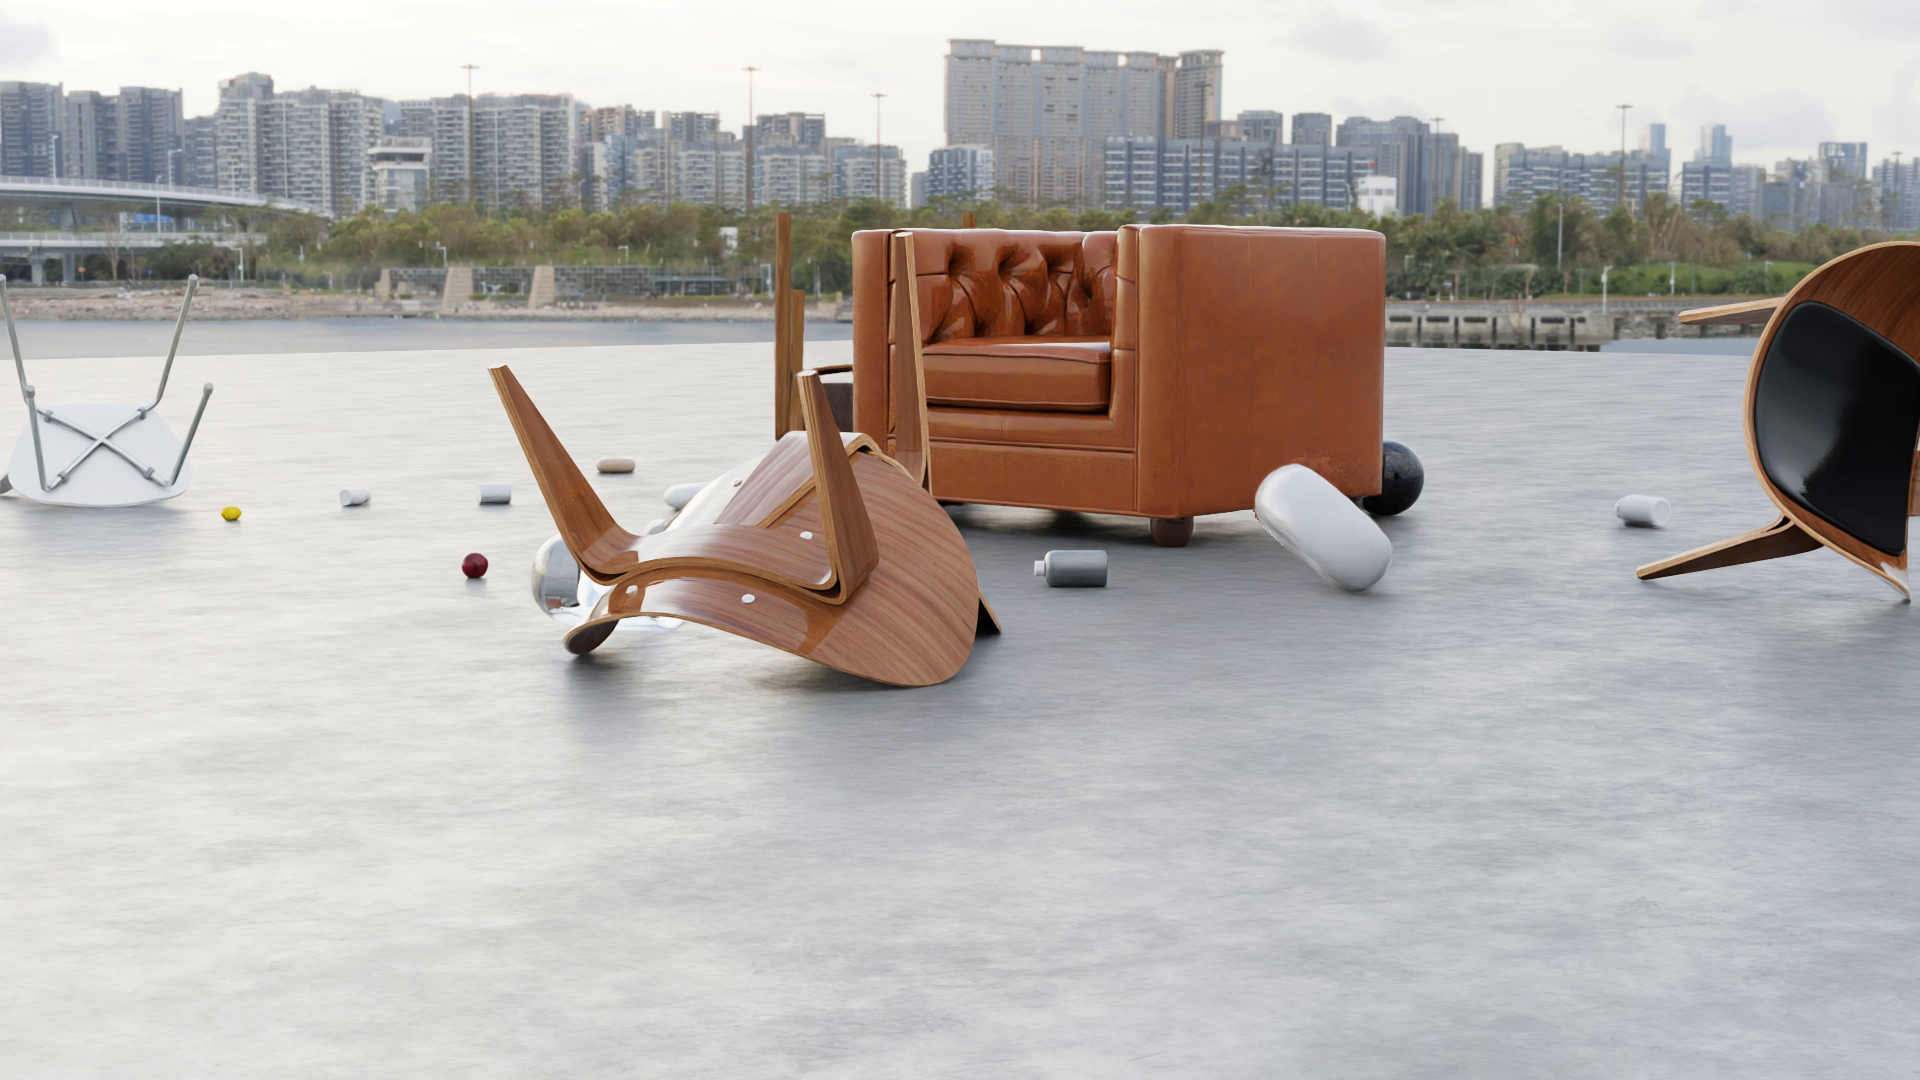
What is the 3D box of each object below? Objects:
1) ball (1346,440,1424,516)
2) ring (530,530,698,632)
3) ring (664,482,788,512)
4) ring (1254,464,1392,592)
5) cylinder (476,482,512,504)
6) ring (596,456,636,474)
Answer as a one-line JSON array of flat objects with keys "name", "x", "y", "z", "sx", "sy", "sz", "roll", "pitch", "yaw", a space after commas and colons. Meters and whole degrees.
[{"name": "ball", "x": 1.168, "y": -0.171, "z": 7.041, "sx": 0.212, "sy": 0.212, "sz": 0.212, "roll": 0, "pitch": 6, "yaw": 0}, {"name": "ring", "x": -0.637, "y": 0.080, "z": 4.733, "sx": 0.314, "sy": 0.145, "sz": 0.280, "roll": 13, "pitch": -19, "yaw": -27}, {"name": "ring", "x": -0.662, "y": -0.123, "z": 7.264, "sx": 0.358, "sy": 0.072, "sz": 0.218, "roll": 0, "pitch": 5, "yaw": 4}, {"name": "ring", "x": 0.765, "y": -0.027, "z": 5.417, "sx": 0.244, "sy": 0.144, "sz": 0.386, "roll": 43, "pitch": 1, "yaw": -39}, {"name": "cylinder", "x": -1.354, "y": -0.136, "z": 7.446, "sx": 0.088, "sy": 0.059, "sz": 0.101, "roll": -2, "pitch": 11, "yaw": -20}, {"name": "ring", "x": -1.158, "y": -0.253, "z": 8.631, "sx": 0.125, "sy": 0.049, "sz": 0.149, "roll": 4, "pitch": 6, "yaw": 28}]
